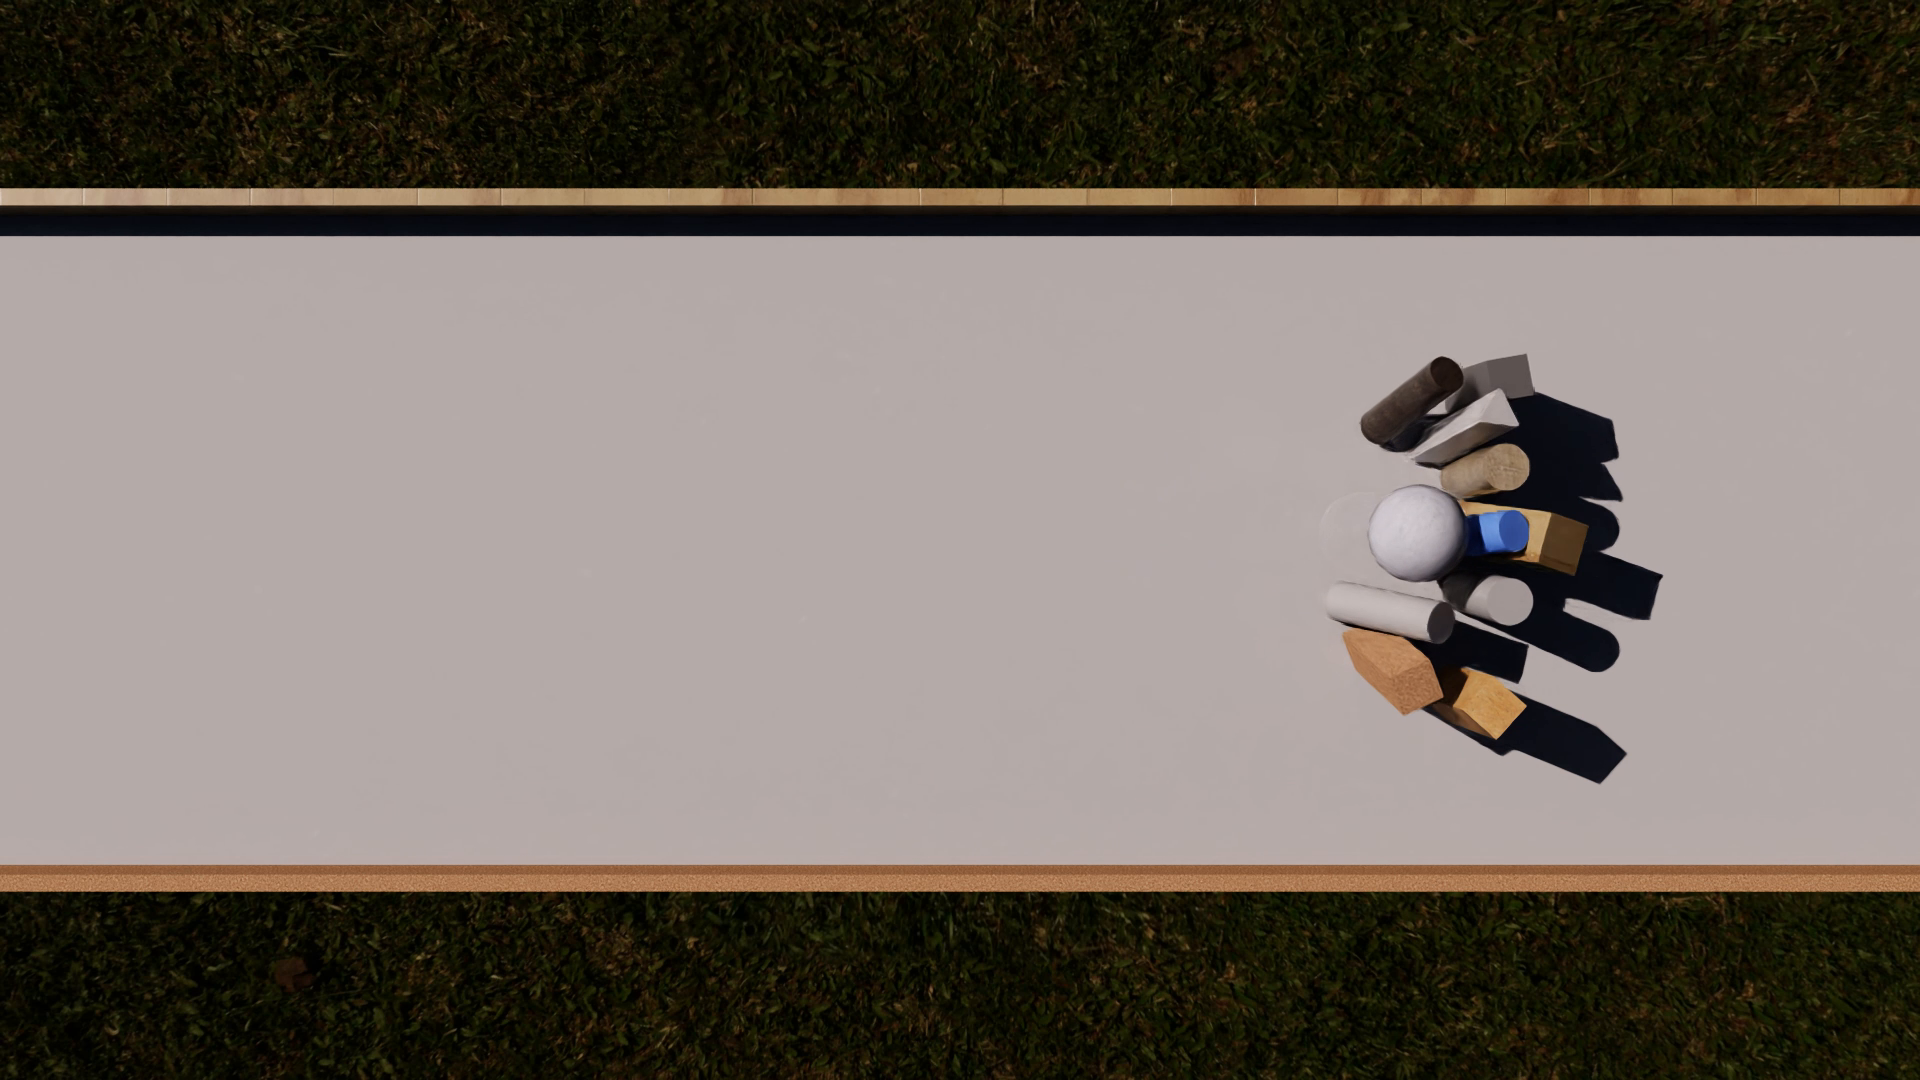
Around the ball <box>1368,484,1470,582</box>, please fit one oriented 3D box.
[{"bbox_3d":[1.320,-0.018,4.752,0.283,0.283,0.283,0,90,0],"label":"ball"}]

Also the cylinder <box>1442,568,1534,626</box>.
[{"bbox_3d":[1.558,0.165,4.884,0.136,0.375,0.136,0,93,-3],"label":"cylinder"}]

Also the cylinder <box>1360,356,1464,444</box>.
[{"bbox_3d":[1.333,-0.409,4.885,0.110,0.376,0.110,7,67,-17],"label":"cylinder"}]

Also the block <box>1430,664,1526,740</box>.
[{"bbox_3d":[1.504,0.472,4.858,0.128,0.438,0.128,42,90,0],"label":"block"}]

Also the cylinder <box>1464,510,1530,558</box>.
[{"bbox_3d":[1.483,-0.009,4.874,0.121,0.398,0.121,3,83,-29],"label":"cylinder"}]

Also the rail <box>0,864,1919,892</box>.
[{"bbox_3d":[-2.247,1.025,5.001,12.000,0.150,0.050,0,90,0],"label":"rail"}]

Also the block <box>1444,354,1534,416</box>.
[{"bbox_3d":[1.556,-0.458,4.886,0.120,0.373,0.120,-10,89,-4],"label":"block"}]

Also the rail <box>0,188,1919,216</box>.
[{"bbox_3d":[-2.247,-1.025,5.002,12.000,0.150,0.050,0,90,0],"label":"rail"}]

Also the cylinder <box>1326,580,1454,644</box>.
[{"bbox_3d":[1.271,0.212,4.891,0.125,0.375,0.125,-8,103,-37],"label":"cylinder"}]

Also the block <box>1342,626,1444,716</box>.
[{"bbox_3d":[1.272,0.367,4.868,0.127,0.398,0.127,-25,106,0],"label":"block"}]

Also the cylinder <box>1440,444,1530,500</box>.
[{"bbox_3d":[1.548,-0.199,4.880,0.136,0.388,0.136,0,88,-1],"label":"cylinder"}]

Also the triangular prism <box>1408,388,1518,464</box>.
[{"bbox_3d":[1.473,-0.334,4.843,0.119,0.452,0.103,6,78,-9],"label":"triangular prism"}]

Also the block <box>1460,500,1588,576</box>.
[{"bbox_3d":[1.643,-0.008,4.875,0.150,0.374,0.150,16,89,-26],"label":"block"}]
